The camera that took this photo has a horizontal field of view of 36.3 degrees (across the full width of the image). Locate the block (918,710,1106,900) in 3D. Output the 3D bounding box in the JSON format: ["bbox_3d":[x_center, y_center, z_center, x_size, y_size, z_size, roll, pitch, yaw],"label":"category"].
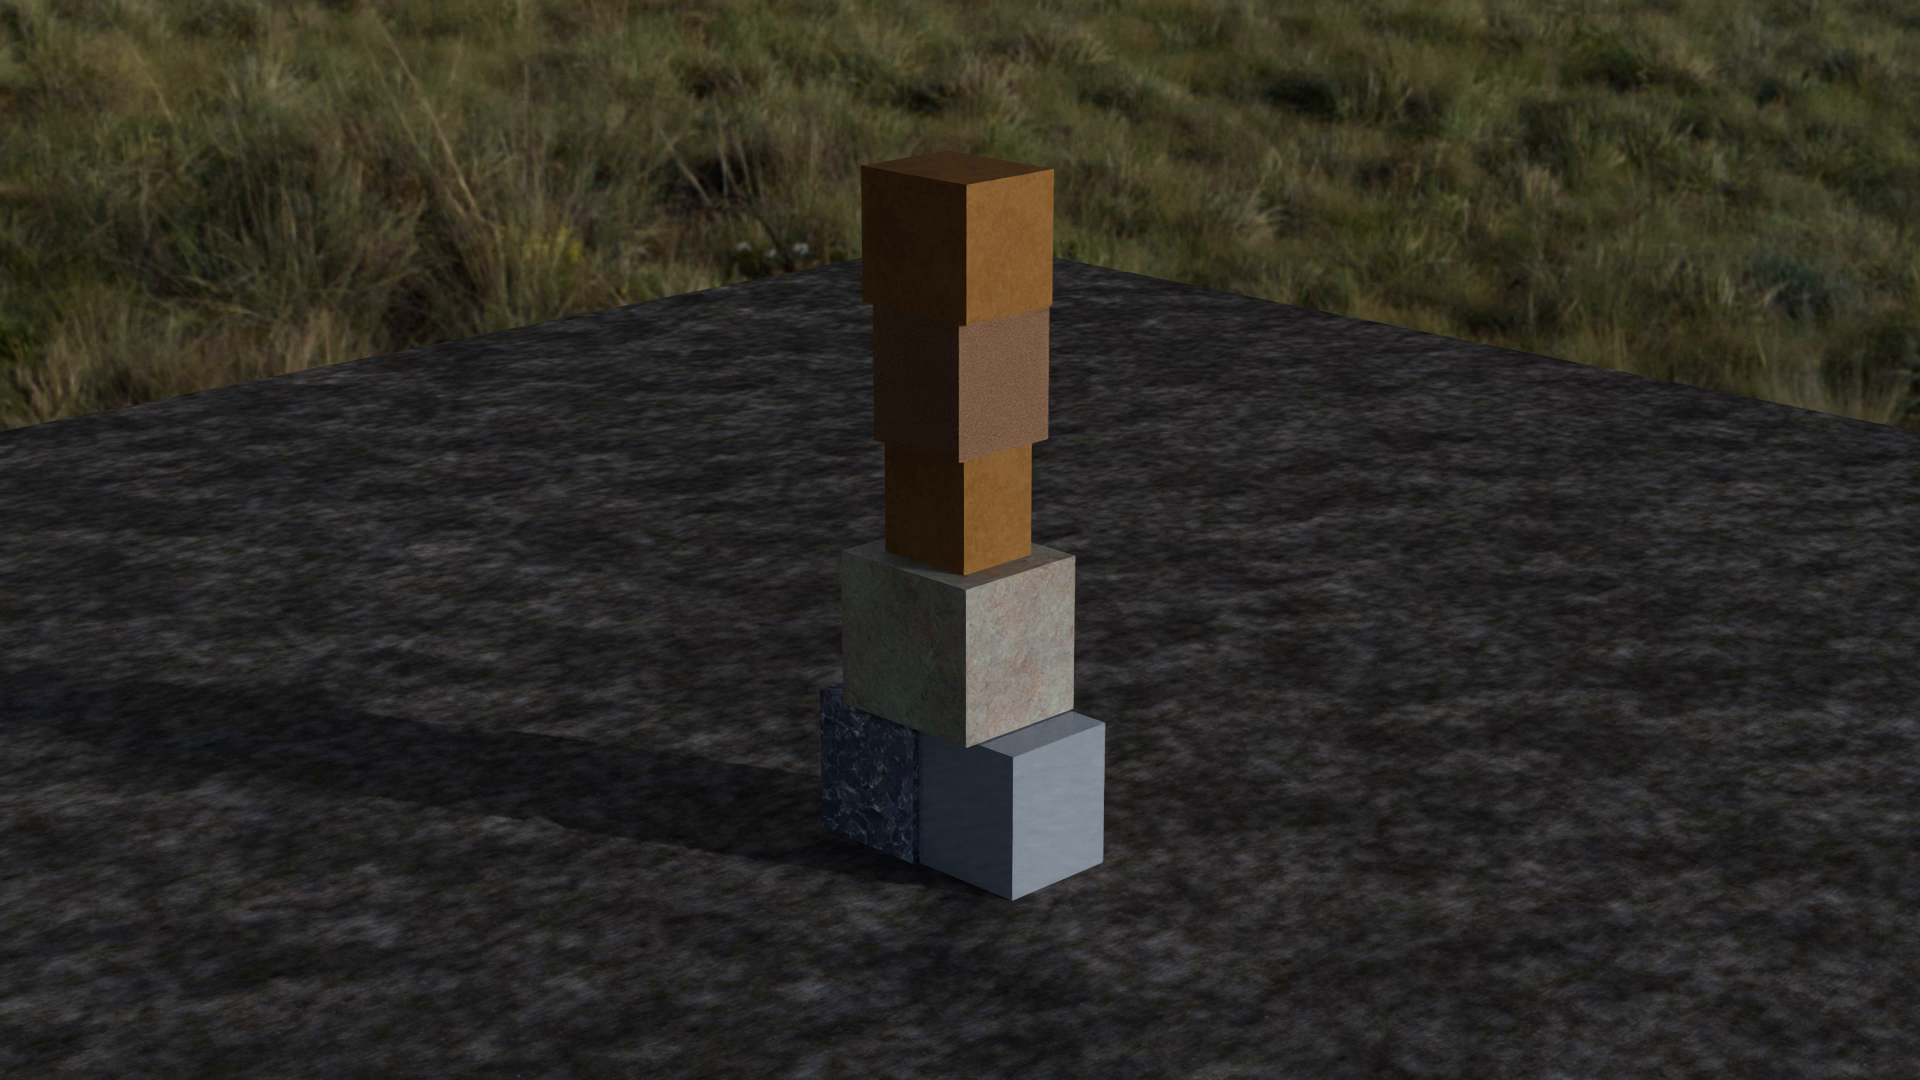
[{"bbox_3d":[0.238,1.165,13.486,0.606,0.692,0.598,-17,24,-42],"label":"block"}]

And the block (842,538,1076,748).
[{"bbox_3d":[-0.009,0.413,13.462,0.704,0.743,0.805,-17,24,-42],"label":"block"}]

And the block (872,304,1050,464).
[{"bbox_3d":[0.006,-0.753,13.111,0.568,0.629,0.541,-17,24,-42],"label":"block"}]

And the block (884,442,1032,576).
[{"bbox_3d":[-0.008,-0.195,13.272,0.431,0.532,0.505,-17,24,-42],"label":"block"}]

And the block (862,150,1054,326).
[{"bbox_3d":[-0.013,-1.339,12.908,0.539,0.609,0.652,-17,24,-42],"label":"block"}]

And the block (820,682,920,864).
[{"bbox_3d":[-0.214,1.033,13.892,0.631,0.698,0.625,-17,24,-42],"label":"block"}]
